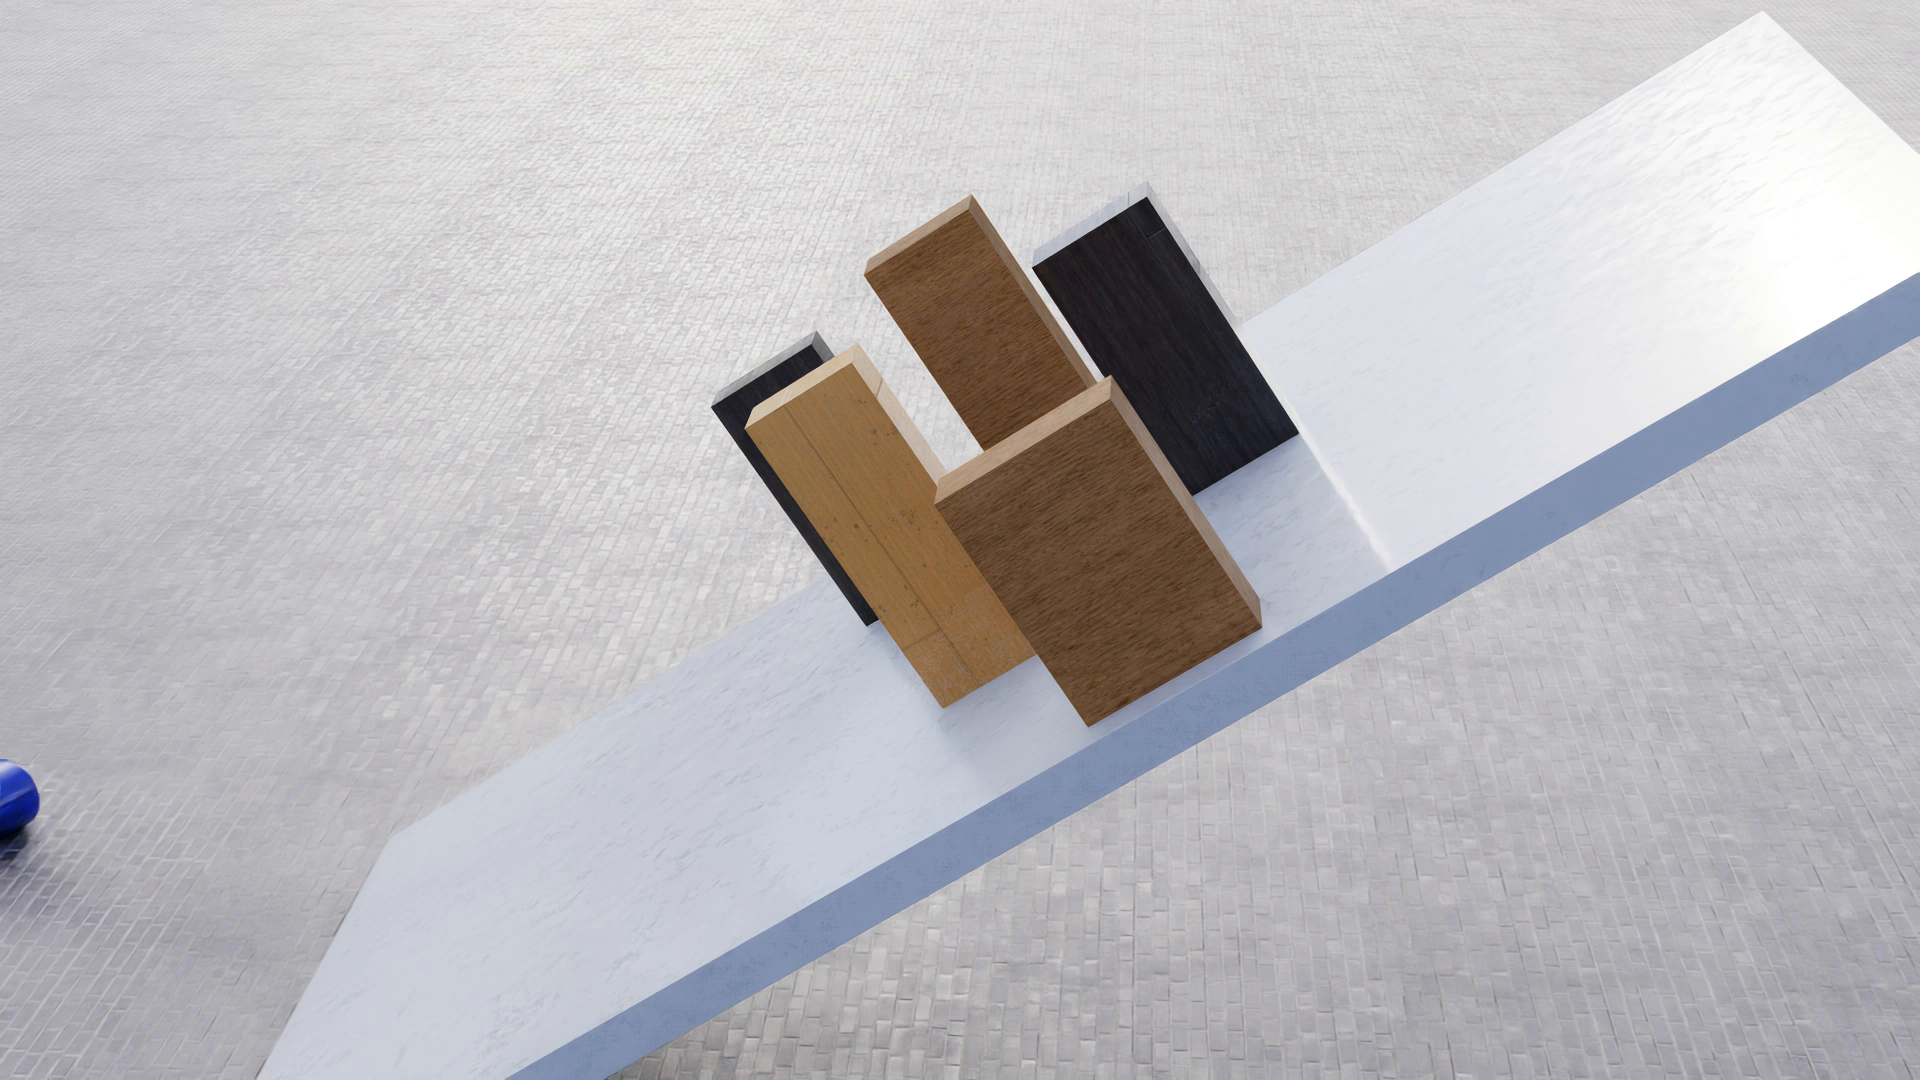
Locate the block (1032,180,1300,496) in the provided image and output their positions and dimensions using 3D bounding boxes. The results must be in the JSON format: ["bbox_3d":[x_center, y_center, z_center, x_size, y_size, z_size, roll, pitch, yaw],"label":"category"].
[{"bbox_3d":[0.430,-0.414,6.127,0.278,0.596,0.139,-31,15,14],"label":"block"}]

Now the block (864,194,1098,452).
[{"bbox_3d":[0.078,-0.459,6.932,0.292,0.638,0.147,-31,15,14],"label":"block"}]

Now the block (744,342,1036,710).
[{"bbox_3d":[-0.118,-0.025,5.889,0.254,0.705,0.136,-31,15,14],"label":"block"}]

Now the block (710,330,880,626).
[{"bbox_3d":[-0.270,-0.137,6.706,0.275,0.627,0.114,-31,15,14],"label":"block"}]

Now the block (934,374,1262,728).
[{"bbox_3d":[0.253,0.023,5.329,0.372,0.510,0.142,-31,15,14],"label":"block"}]

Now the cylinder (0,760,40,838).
[{"bbox_3d":[-2.595,0.710,7.852,0.187,0.187,0.187,9,21,23],"label":"cylinder"}]

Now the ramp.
[{"bbox_3d":[0.139,0.171,6.296,4.000,0.100,2.000,-31,15,14],"label":"ramp"}]
